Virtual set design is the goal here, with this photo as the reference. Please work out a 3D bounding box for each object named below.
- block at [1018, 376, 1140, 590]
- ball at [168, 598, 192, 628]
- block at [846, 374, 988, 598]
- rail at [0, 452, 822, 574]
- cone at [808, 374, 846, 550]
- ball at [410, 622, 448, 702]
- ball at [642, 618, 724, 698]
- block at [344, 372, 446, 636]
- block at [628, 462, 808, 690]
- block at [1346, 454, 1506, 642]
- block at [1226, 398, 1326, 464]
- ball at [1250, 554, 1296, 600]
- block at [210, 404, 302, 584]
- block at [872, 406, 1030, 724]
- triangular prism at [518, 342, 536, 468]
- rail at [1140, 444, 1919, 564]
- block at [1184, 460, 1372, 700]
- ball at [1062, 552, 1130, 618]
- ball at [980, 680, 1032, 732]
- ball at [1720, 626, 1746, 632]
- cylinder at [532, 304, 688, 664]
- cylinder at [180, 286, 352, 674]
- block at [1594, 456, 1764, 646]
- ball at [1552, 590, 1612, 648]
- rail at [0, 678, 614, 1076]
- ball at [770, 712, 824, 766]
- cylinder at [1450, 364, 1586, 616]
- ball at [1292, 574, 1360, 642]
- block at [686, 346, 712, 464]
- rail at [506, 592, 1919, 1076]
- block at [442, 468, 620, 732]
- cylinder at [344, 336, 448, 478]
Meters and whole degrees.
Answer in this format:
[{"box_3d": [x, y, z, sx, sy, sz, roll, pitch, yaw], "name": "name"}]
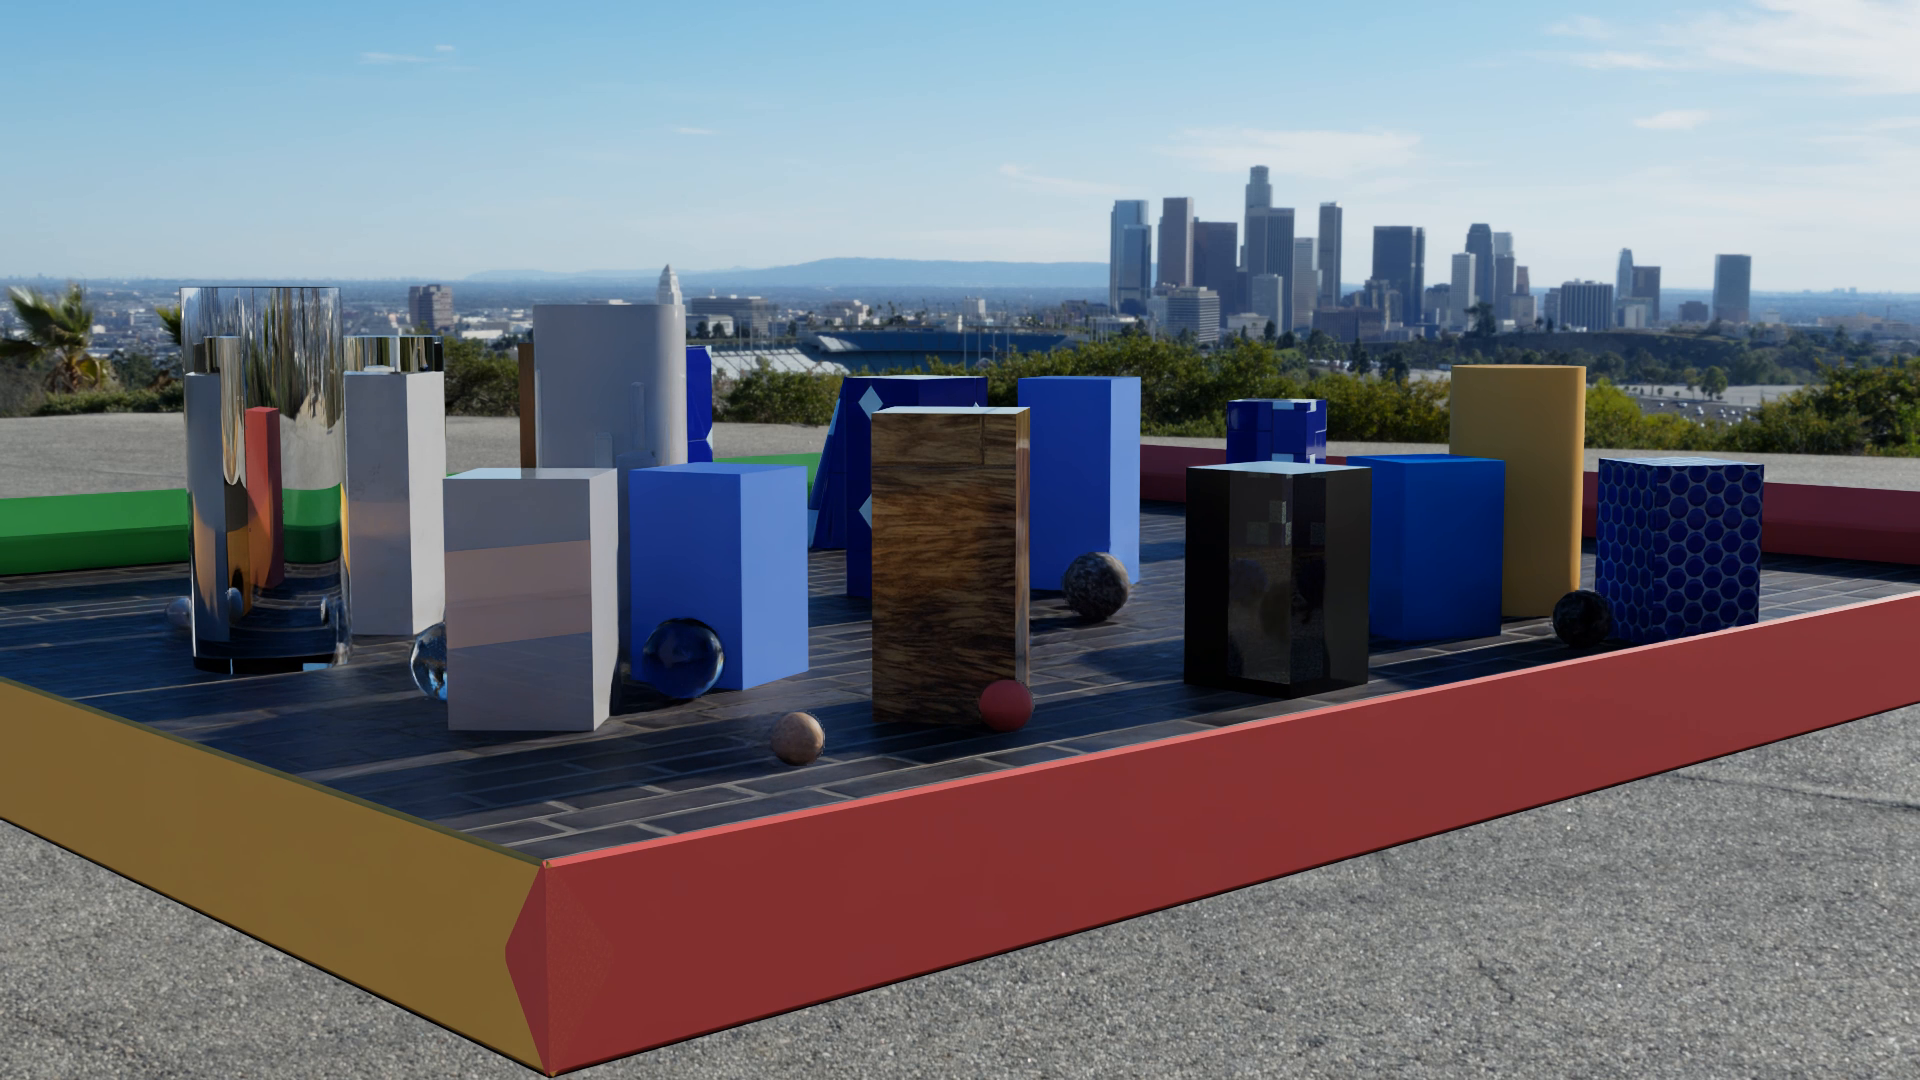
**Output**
[{"box_3d": [0.193, -0.094, 3.550, 0.155, 0.335, 0.155, 2, 6, 22], "name": "block"}, {"box_3d": [-1.085, 0.103, 3.074, 0.043, 0.043, 0.043, 0, 6, 0], "name": "ball"}, {"box_3d": [-0.067, -0.083, 3.426, 0.155, 0.340, 0.155, 5, 8, 42], "name": "block"}, {"box_3d": [-0.907, -0.070, 4.310, 3.162, 0.126, 0.045, -5, 8, -42], "name": "rail"}, {"box_3d": [-0.217, -0.154, 4.177, 0.194, 0.323, 0.194, 0, 6, 0], "name": "cone"}, {"box_3d": [-0.581, 0.138, 2.506, 0.091, 0.091, 0.091, 0, 6, 0], "name": "ball"}, {"box_3d": [-0.317, 0.135, 2.522, 0.094, 0.094, 0.094, 0, 6, 0], "name": "ball"}, {"box_3d": [-0.820, -0.055, 3.081, 0.155, 0.356, 0.155, 1, 6, 5], "name": "block"}, {"box_3d": [-0.291, 0.039, 2.670, 0.155, 0.254, 0.155, 3, 7, 26], "name": "block"}, {"box_3d": [0.641, 0.007, 3.046, 0.155, 0.240, 0.155, -2, 6, -20], "name": "block"}, {"box_3d": [0.610, -0.134, 4.243, 0.155, 0.270, 0.155, 3, 6, 23], "name": "block"}, {"box_3d": [0.480, 0.057, 3.372, 0.071, 0.071, 0.071, 0, 6, 0], "name": "ball"}, {"box_3d": [-1.132, -0.080, 3.665, 0.155, 0.282, 0.155, 5, 8, 39], "name": "block"}, {"box_3d": [-0.008, 0.024, 2.432, 0.155, 0.334, 0.155, 1, 6, 7], "name": "block"}, {"box_3d": [-0.603, -0.126, 3.585, 0.168, 0.390, 0.146, 4, 7, 36], "name": "triangular prism"}, {"box_3d": [1.145, -0.077, 4.382, 0.045, 0.126, 2.724, -5, 8, -42], "name": "rail"}, {"box_3d": [0.377, 0.043, 2.611, 0.155, 0.259, 0.155, 6, 8, 45], "name": "block"}, {"box_3d": [0.197, 0.065, 3.173, 0.097, 0.097, 0.097, 0, 6, 0], "name": "ball"}, {"box_3d": [0.049, 0.175, 2.323, 0.056, 0.056, 0.056, 0, 6, 0], "name": "ball"}, {"box_3d": [0.886, 0.141, 2.494, 0.088, 0.088, 0.088, 0, 6, 0], "name": "ball"}, {"box_3d": [-0.450, -0.078, 2.845, 0.194, 0.450, 0.194, 0, 6, 0], "name": "cylinder"}, {"box_3d": [-0.871, -0.080, 2.766, 0.194, 0.472, 0.194, 0, 6, 0], "name": "cylinder"}, {"box_3d": [0.973, 0.013, 2.986, 0.155, 0.240, 0.155, -1, 6, -12], "name": "block"}, {"box_3d": [0.820, 0.105, 2.898, 0.076, 0.076, 0.076, 0, 6, 0], "name": "ball"}, {"box_3d": [-1.145, 0.143, 2.282, 0.045, 0.126, 2.724, -5, 8, -42], "name": "rail"}, {"box_3d": [-0.160, 0.195, 2.154, 0.052, 0.052, 0.052, 0, 6, 0], "name": "ball"}, {"box_3d": [0.826, -0.078, 3.275, 0.194, 0.360, 0.194, 0, 6, 0], "name": "cylinder"}, {"box_3d": [0.491, 0.092, 2.946, 0.091, 0.091, 0.091, 0, 6, 0], "name": "ball"}, {"box_3d": [-0.558, -0.164, 4.012, 0.155, 0.378, 0.155, 3, 6, 23], "name": "block"}, {"box_3d": [0.907, 0.135, 2.354, 3.162, 0.126, 0.045, -5, 8, -42], "name": "rail"}, {"box_3d": [-0.463, 0.061, 2.396, 0.155, 0.268, 0.155, 0, 6, 2], "name": "block"}, {"box_3d": [-0.879, -0.107, 3.341, 0.194, 0.404, 0.194, 0, 6, 0], "name": "cylinder"}]
